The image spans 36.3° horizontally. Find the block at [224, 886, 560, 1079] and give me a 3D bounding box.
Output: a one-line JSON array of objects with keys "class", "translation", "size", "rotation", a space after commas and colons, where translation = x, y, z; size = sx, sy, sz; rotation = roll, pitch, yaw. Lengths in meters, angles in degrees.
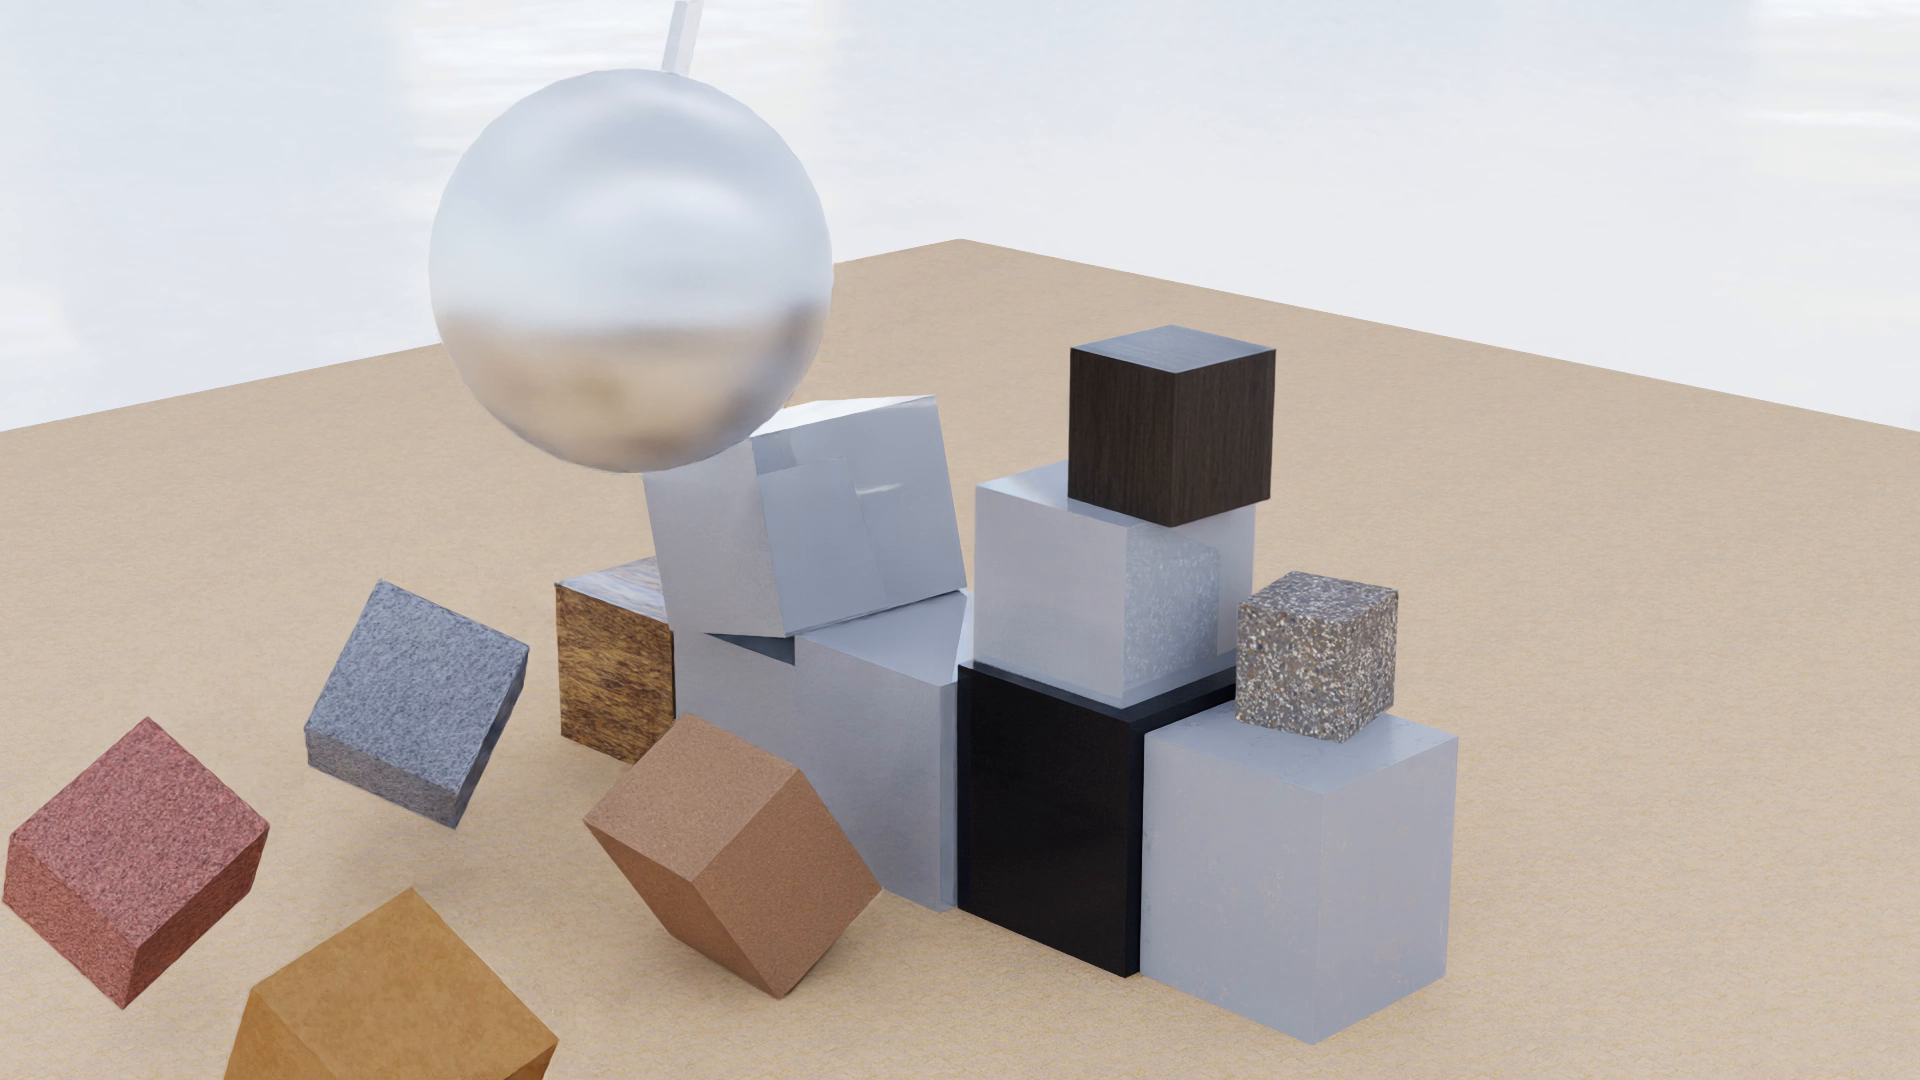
[{"class": "block", "translation": [-2.032, 1.886, 10.366], "size": [0.788, 0.773, 0.725], "rotation": [42, 45, 16]}]

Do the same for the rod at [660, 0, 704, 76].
[{"class": "rod", "translation": [-0.564, -4.372, 11.377], "size": [0.080, 5.200, 0.080], "rotation": [17, 6, 42]}]

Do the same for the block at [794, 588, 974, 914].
[{"class": "block", "translation": [-0.056, 0.941, 13.559], "size": [1.022, 1.074, 0.955], "rotation": [-16, 24, -42]}]

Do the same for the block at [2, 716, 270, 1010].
[{"class": "block", "translation": [-3.307, 1.297, 11.760], "size": [0.667, 0.697, 0.727], "rotation": [41, 56, 5]}]

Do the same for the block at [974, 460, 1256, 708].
[{"class": "block", "translation": [0.665, 0.147, 12.690], "size": [0.862, 0.793, 0.845], "rotation": [17, 24, 42]}]

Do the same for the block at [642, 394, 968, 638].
[{"class": "block", "translation": [-0.758, -0.125, 13.998], "size": [1.061, 0.929, 1.008], "rotation": [-15, 9, -36]}]

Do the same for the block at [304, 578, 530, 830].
[{"class": "block", "translation": [-2.503, 0.768, 13.533], "size": [0.746, 0.760, 0.763], "rotation": [24, -20, -3]}]

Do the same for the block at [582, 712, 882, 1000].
[{"class": "block", "translation": [-0.961, 1.329, 12.399], "size": [0.650, 0.794, 0.806], "rotation": [-46, 39, -20]}]

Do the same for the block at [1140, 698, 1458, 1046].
[{"class": "block", "translation": [1.414, 1.327, 12.302], "size": [0.901, 1.091, 0.935], "rotation": [-17, 24, -42]}]

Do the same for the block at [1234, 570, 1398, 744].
[{"class": "block", "translation": [1.497, 0.484, 12.298], "size": [0.491, 0.520, 0.520], "rotation": [10, 20, 30]}]

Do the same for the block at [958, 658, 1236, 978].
[{"class": "block", "translation": [0.712, 1.090, 12.945], "size": [1.040, 1.159, 1.004], "rotation": [-17, 24, -42]}]

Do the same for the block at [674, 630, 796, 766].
[{"class": "block", "translation": [-0.698, 0.815, 14.348], "size": [0.927, 0.843, 1.045], "rotation": [-17, 24, -42]}]

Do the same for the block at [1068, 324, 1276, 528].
[{"class": "block", "translation": [0.887, -0.488, 12.309], "size": [0.623, 0.652, 0.591], "rotation": [-16, 24, -41]}]

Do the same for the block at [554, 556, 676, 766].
[{"class": "block", "translation": [-1.397, 0.611, 15.019], "size": [0.951, 0.829, 0.915], "rotation": [-17, 24, -42]}]

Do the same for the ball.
[{"class": "ball", "translation": [-1.301, -1.064, 11.643], "size": [1.600, 1.600, 1.600], "rotation": [0, 17, 0]}]
